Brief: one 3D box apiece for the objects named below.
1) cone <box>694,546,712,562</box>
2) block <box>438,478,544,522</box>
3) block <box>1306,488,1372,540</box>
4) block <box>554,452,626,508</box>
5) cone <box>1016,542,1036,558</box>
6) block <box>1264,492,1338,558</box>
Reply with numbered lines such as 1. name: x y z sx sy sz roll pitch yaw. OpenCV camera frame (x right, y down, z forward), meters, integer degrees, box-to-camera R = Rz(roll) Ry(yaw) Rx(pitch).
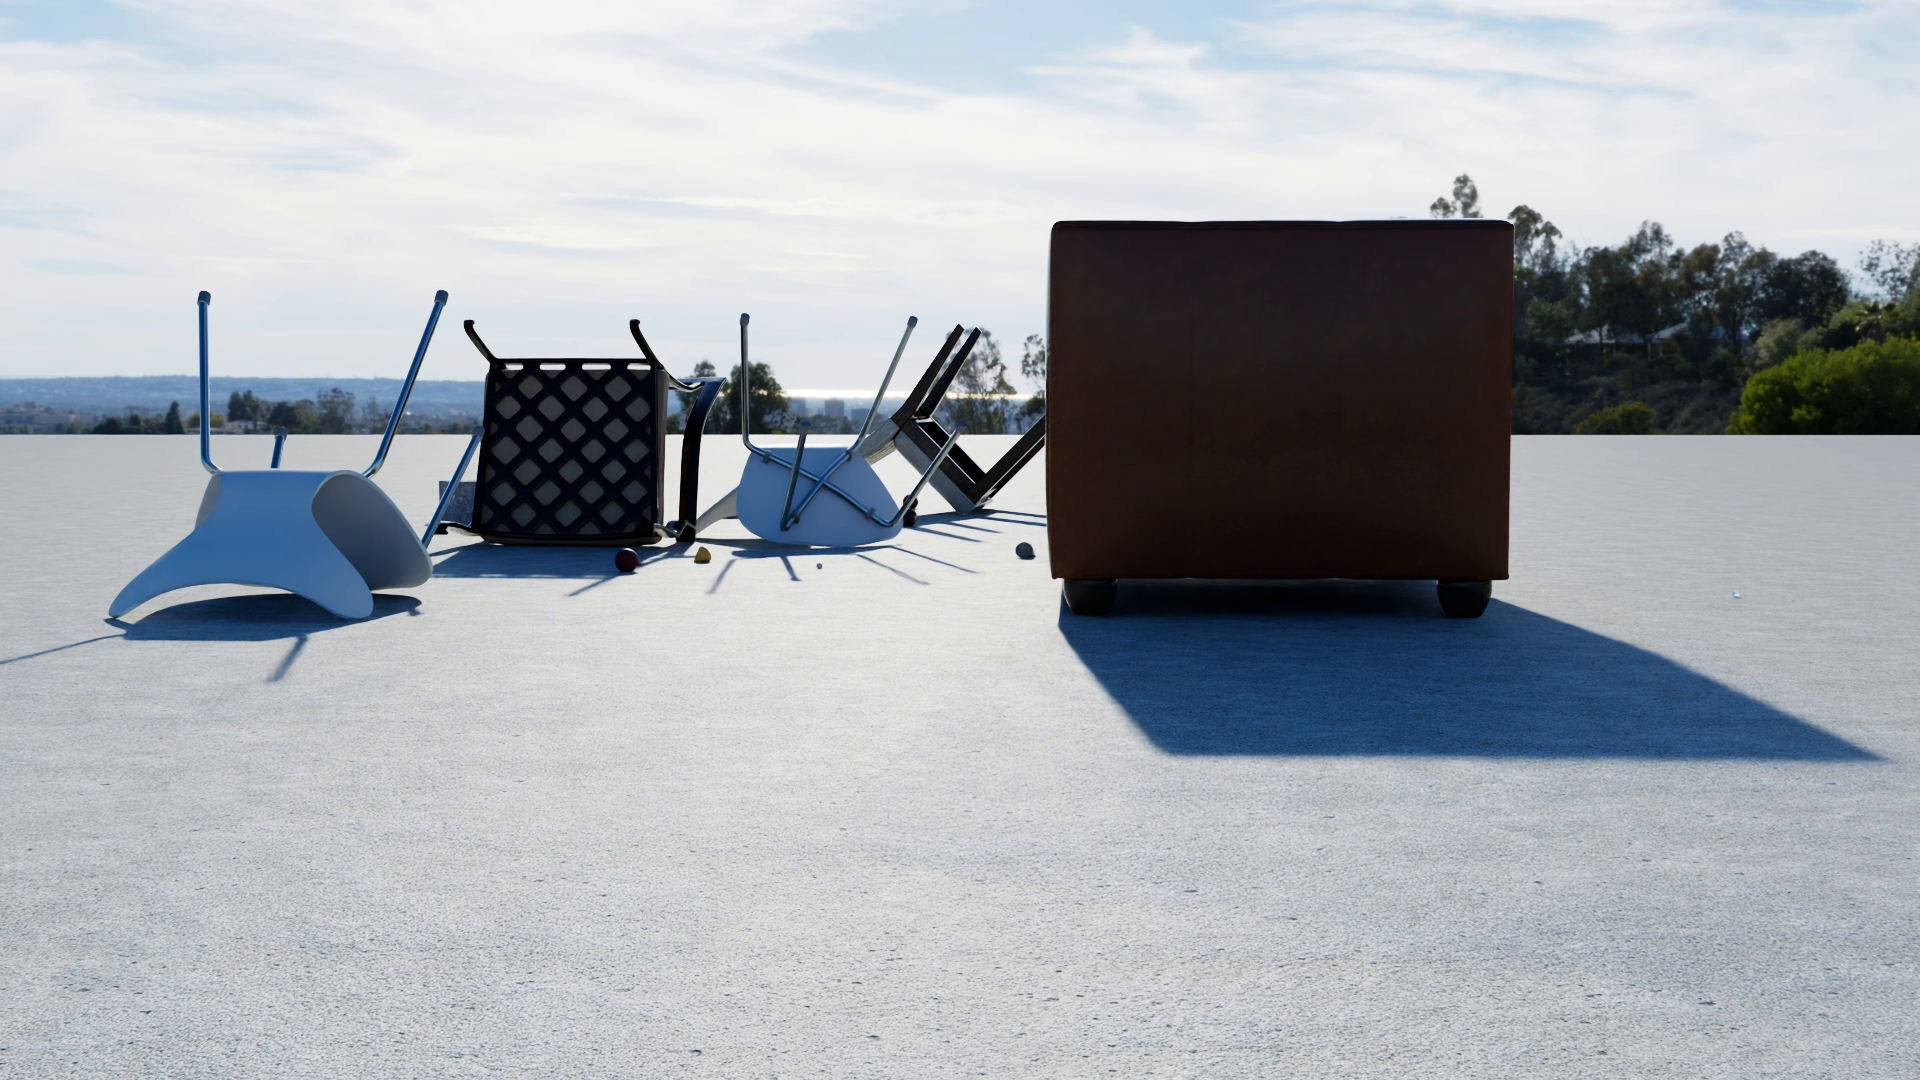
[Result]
1. cone: -0.678 0.047 5.710 0.046 0.045 0.046 27 45 26
2. block: -1.611 -0.138 7.573 0.328 0.136 0.136 -3 5 -37
3. block: 1.139 -0.079 6.607 0.135 0.148 0.175 3 5 36
4. block: -1.411 -0.229 8.386 0.224 0.205 0.149 3 5 35
5. cone: 0.188 0.035 5.879 0.054 0.044 0.067 10 -9 34
6. block: 0.922 -0.042 5.956 0.187 0.165 0.187 0 4 6
